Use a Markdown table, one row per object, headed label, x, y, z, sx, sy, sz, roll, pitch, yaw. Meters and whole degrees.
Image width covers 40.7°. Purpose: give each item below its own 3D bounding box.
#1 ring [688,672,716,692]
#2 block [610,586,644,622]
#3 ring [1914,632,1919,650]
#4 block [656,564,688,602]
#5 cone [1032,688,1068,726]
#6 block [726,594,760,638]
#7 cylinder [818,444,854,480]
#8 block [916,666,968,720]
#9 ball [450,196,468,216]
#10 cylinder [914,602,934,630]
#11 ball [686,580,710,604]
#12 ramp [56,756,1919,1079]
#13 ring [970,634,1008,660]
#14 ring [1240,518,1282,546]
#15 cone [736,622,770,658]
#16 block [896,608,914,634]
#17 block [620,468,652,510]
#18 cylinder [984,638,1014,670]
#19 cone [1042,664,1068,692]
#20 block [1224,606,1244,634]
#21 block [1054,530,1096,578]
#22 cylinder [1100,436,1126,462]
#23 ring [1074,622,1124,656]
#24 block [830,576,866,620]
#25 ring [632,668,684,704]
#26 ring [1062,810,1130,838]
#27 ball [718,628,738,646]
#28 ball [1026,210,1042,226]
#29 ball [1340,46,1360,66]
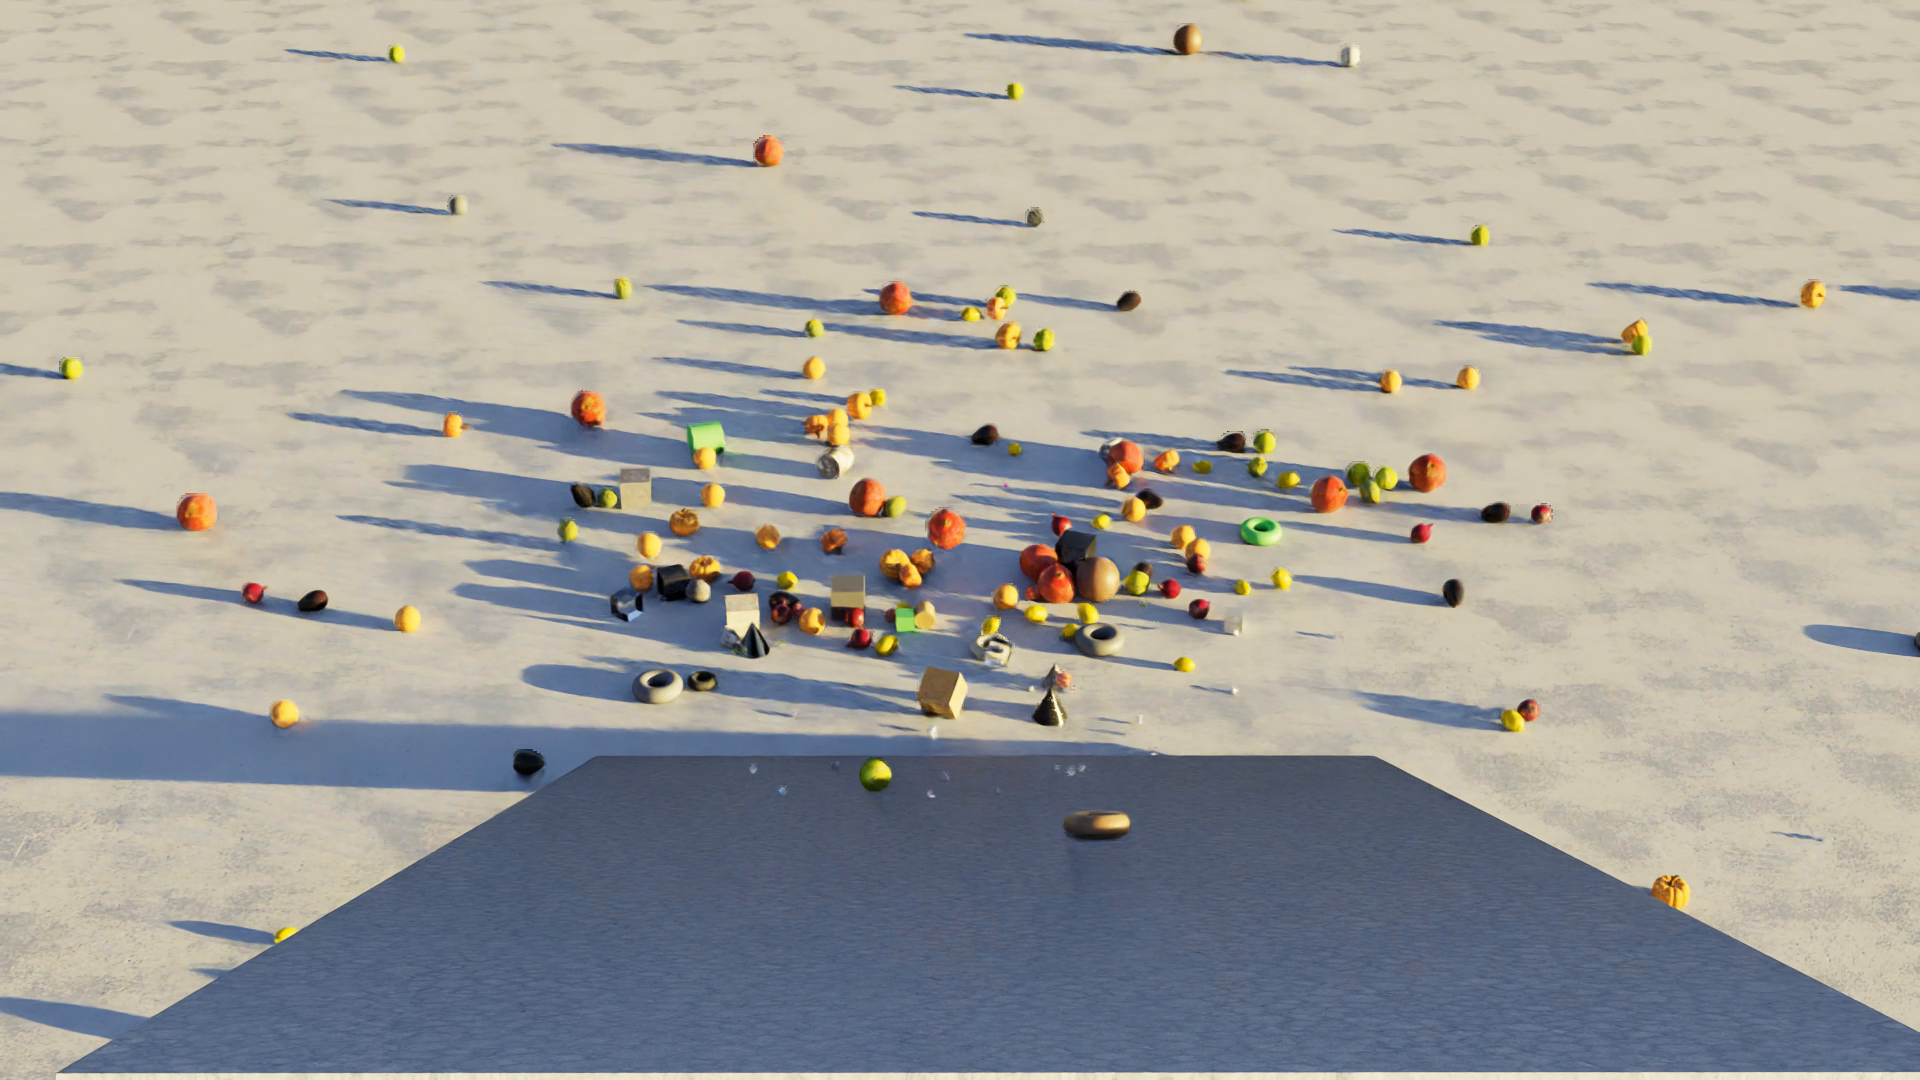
| label | x | y | z | sx | sy | sz | roll | pitch | yaw |
| --- | --- | --- | --- | --- | --- | --- | --- | --- | --- |
| ring | -0.707 | 0.387 | 7.096 | 0.080 | 0.027 | 0.080 | -1 | 30 | 1 |
| block | -0.954 | 0.185 | 7.407 | 0.064 | 0.064 | 0.064 | 20 | 36 | 30 |
| ring | 2.738 | 0.289 | 7.251 | 0.122 | 0.041 | 0.122 | 0 | 31 | 0 |
| block | -0.832 | 0.124 | 7.501 | 0.073 | 0.073 | 0.073 | -12 | 32 | -19 |
| cone | 0.243 | 0.435 | 6.948 | 0.094 | 0.094 | 0.094 | 0 | 30 | 0 |
| block | -0.615 | 0.217 | 7.325 | 0.091 | 0.091 | 0.091 | -4 | 30 | -6 |
| cylinder | -0.390 | -0.245 | 8.123 | 0.085 | 0.085 | 0.085 | 16 | 34 | 25 |
| block | -0.048 | 0.410 | 6.951 | 0.095 | 0.095 | 0.095 | 12 | 66 | 19 |
| ball | -1.921 | -1.280 | 9.914 | 0.070 | 0.070 | 0.070 | 0 | 30 | 0 |
| cylinder | -0.101 | 0.214 | 7.362 | 0.058 | 0.058 | 0.058 | -1 | 30 | -1 |
| ball | -0.756 | 0.149 | 7.462 | 0.071 | 0.071 | 0.071 | 0 | 30 | 0 |
| ramp | 0.068 | 0.602 | 4.663 | 2.000 | 0.100 | 4.000 | 0 | 0 | 0 |
| ring | 0.084 | 0.299 | 7.237 | 0.112 | 0.037 | 0.112 | -1 | 31 | 1 |
| ring | 0.905 | -0.026 | 7.790 | 0.128 | 0.043 | 0.128 | 1 | 31 | -1 |
| cone | -0.580 | 0.266 | 7.236 | 0.095 | 0.095 | 0.095 | 0 | 30 | 0 |
| block | -0.155 | 0.229 | 7.342 | 0.051 | 0.051 | 0.051 | -1 | 30 | -1 |
| block | -0.998 | -0.158 | 7.967 | 0.091 | 0.091 | 0.091 | -3 | 30 | -5 |
| cylinder | 0.106 | 0.314 | 7.155 | 0.066 | 0.066 | 0.066 | 13 | 70 | 21 |
| cone | 0.260 | 0.366 | 7.087 | 0.071 | 0.071 | 0.071 | 0 | 30 | 0 |
| block | 0.778 | 0.227 | 7.346 | 0.052 | 0.052 | 0.052 | 5 | 31 | 9 |
| block | 0.340 | 0.041 | 7.623 | 0.094 | 0.094 | 0.094 | 11 | 32 | 18 |
| cylinder | 0.485 | -0.287 | 8.219 | 0.062 | 0.062 | 0.062 | 17 | 34 | 27 |
| ring | 0.391 | 0.279 | 7.263 | 0.141 | 0.047 | 0.141 | 1 | 29 | -1 |
| block | -0.321 | 0.165 | 7.410 | 0.094 | 0.094 | 0.094 | 0 | 30 | -1 |
| ring | -0.824 | 0.399 | 7.058 | 0.139 | 0.046 | 0.139 | -1 | 31 | 1 |
| ring | 0.254 | 0.531 | 4.836 | 0.127 | 0.042 | 0.127 | 1 | -1 | 0 |
| ball | -0.651 | 0.273 | 7.264 | 0.054 | 0.054 | 0.054 | 0 | 30 | 0 |
| ball | 0.283 | -1.221 | 9.821 | 0.062 | 0.062 | 0.062 | 0 | 30 | 0 |
| ball | 1.710 | -2.120 | 11.341 | 0.087 | 0.087 | 0.087 | 0 | 30 | 0 |
